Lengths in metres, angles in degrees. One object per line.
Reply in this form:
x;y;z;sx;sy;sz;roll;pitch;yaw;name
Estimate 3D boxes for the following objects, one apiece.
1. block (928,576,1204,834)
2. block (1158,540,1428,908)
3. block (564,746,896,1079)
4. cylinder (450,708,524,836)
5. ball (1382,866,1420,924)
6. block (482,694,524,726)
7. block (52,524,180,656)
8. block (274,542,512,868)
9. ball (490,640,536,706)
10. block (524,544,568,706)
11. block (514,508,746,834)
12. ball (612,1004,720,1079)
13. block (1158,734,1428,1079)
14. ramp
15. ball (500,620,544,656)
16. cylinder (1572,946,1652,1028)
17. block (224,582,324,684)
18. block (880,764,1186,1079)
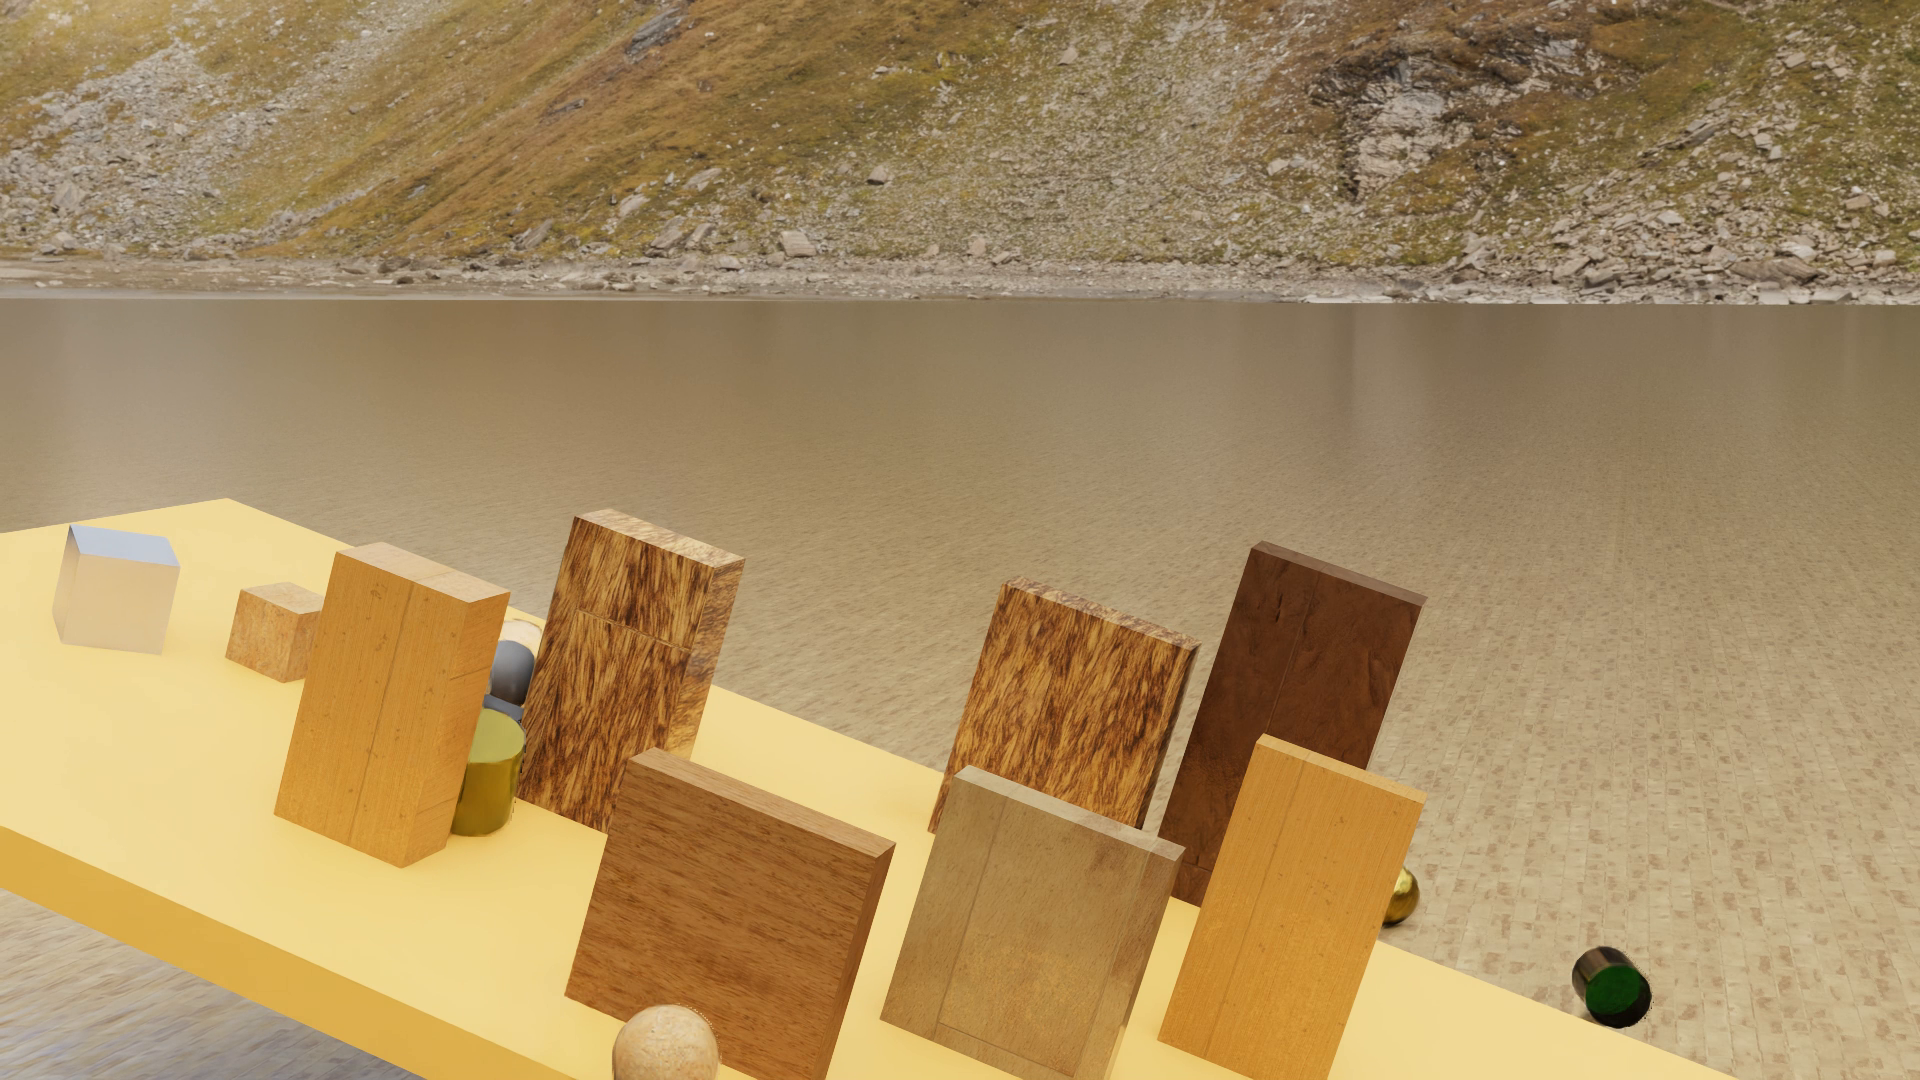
0.221;0.421;4.696;0.423;0.573;0.129;20;12;14;block
0.698;0.438;4.754;0.374;0.786;0.144;20;12;14;block
-0.364;0.597;3.452;0.426;0.410;0.094;20;12;14;block
-0.895;0.423;4.026;0.169;0.169;0.169;13;29;-7;cylinder
1.221;1.006;6.276;0.179;0.179;0.179;0;7;0;ball
-0.940;0.393;4.245;0.153;0.153;0.153;19;12;13;block
-1.710;0.100;4.452;0.191;0.191;0.191;10;13;-31;block
-0.992;0.285;3.838;0.264;0.491;0.146;20;12;14;block
-0.974;0.288;4.695;0.152;0.152;0.152;0;7;0;ball
-0.711;0.246;4.637;0.329;0.401;0.114;20;12;14;block
-0.648;0.262;4.237;0.300;0.568;0.147;20;12;14;block
-0.432;0.760;3.224;0.157;0.157;0.157;0;7;0;ball
0.594;0.681;3.955;0.308;0.590;0.083;20;12;14;block
-0.366;0.703;4.232;4.000;0.100;2.000;20;12;14;ramp
-0.978;0.252;4.855;0.154;0.154;0.154;0;7;0;ball
1.620;1.113;5.475;0.158;0.158;0.158;0;7;3;cylinder
-1.400;0.190;4.563;0.151;0.151;0.151;20;12;18;block
0.119;0.665;3.704;0.394;0.453;0.089;20;12;14;block
